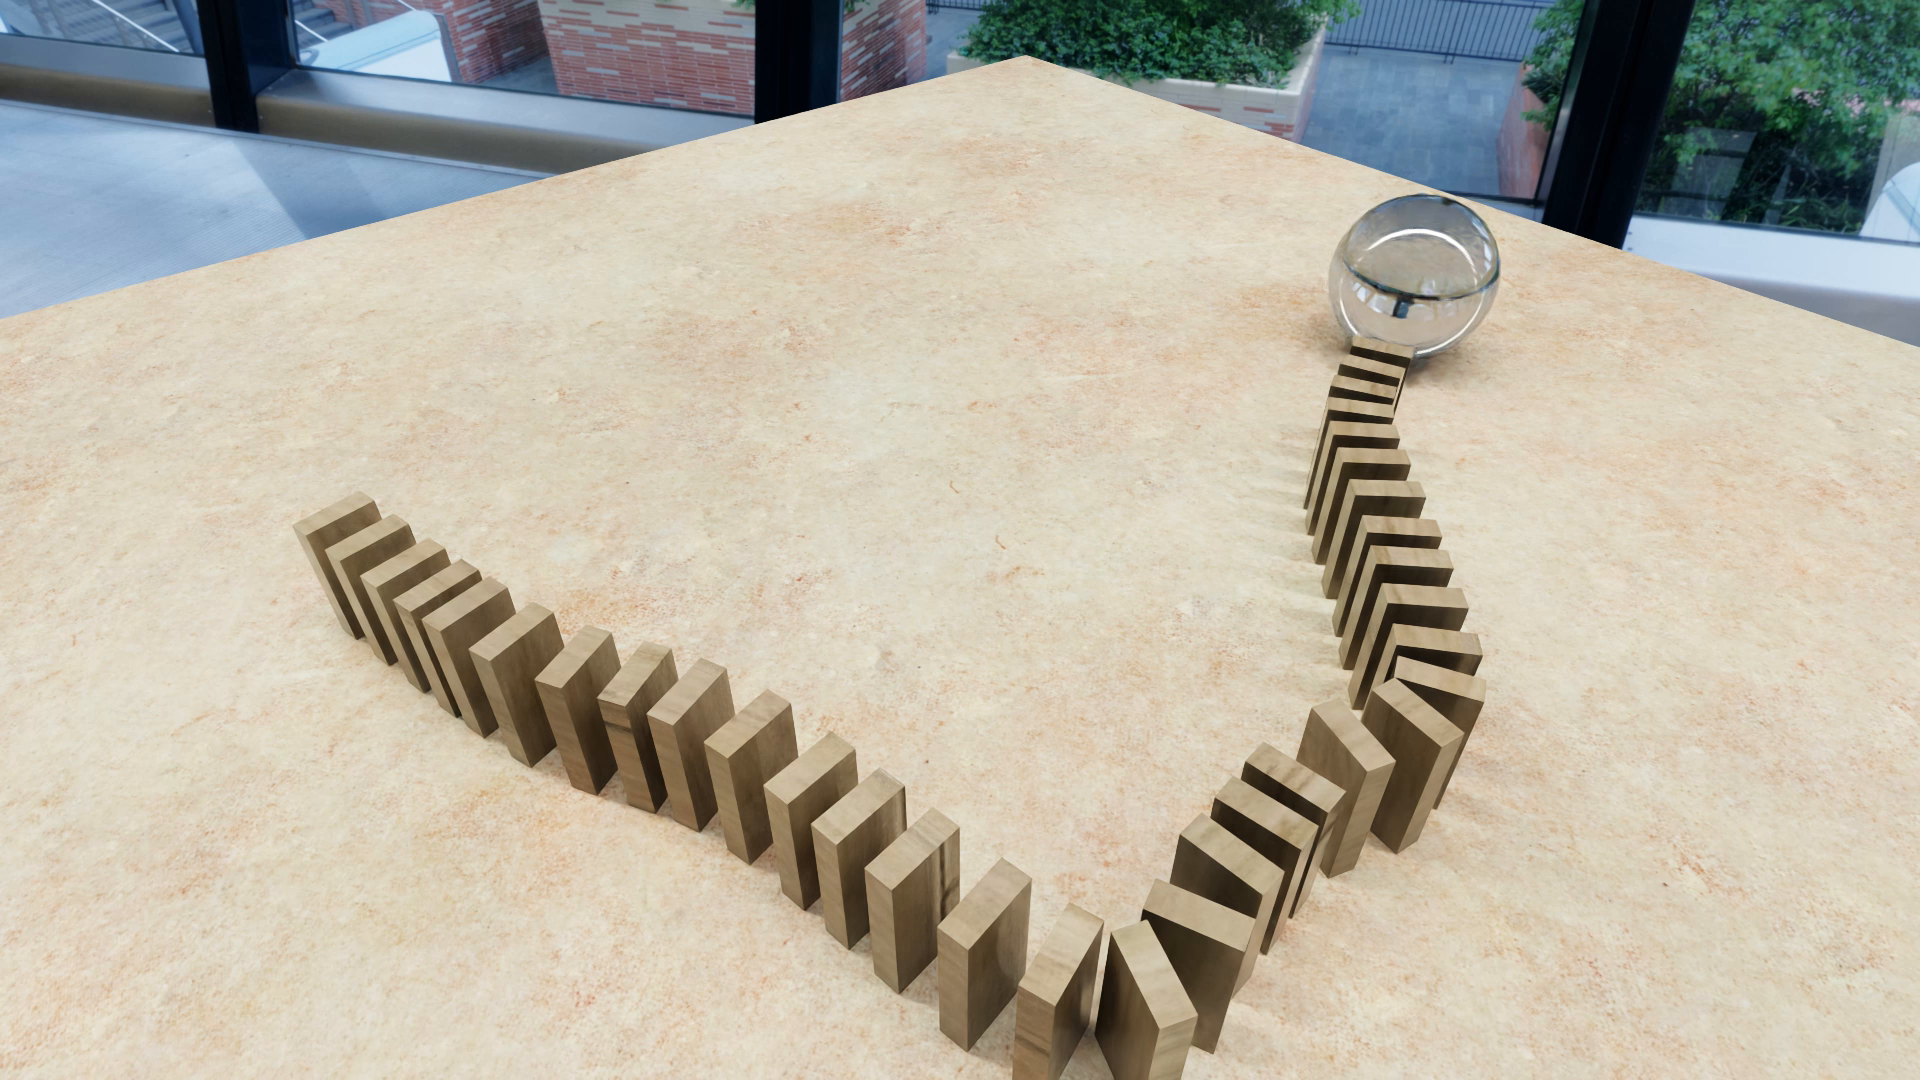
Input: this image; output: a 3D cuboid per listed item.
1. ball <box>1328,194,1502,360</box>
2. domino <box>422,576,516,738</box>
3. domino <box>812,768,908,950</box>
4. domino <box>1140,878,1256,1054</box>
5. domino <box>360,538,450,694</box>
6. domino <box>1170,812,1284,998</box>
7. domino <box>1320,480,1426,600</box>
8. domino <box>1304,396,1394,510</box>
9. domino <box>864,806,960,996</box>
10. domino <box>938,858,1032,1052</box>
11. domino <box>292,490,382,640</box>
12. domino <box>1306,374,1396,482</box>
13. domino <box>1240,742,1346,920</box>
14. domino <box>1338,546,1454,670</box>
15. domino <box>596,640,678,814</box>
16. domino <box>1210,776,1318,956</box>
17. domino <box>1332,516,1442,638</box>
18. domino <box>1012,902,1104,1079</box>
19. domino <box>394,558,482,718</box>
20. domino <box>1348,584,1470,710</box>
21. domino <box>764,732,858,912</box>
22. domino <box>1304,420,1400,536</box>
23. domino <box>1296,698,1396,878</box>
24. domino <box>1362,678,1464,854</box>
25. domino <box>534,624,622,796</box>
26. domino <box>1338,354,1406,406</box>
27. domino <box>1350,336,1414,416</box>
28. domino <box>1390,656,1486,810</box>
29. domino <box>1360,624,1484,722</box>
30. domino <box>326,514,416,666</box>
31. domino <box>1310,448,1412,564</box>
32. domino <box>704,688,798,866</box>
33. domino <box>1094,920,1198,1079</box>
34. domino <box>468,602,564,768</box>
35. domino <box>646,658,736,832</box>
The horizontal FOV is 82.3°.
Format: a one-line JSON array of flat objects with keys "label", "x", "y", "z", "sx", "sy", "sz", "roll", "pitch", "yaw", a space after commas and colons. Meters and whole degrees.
[{"label": "ball", "x": 0.225, "y": -0.130, "z": 0.547, "sx": 0.080, "sy": 0.080, "sz": 0.080, "roll": 0, "pitch": 39, "yaw": 0}, {"label": "domino", "x": -0.157, "y": 0.039, "z": 0.364, "sx": 0.009, "sy": 0.050, "sz": 0.025, "roll": 24, "pitch": 45, "yaw": 26}, {"label": "domino", "x": -0.026, "y": 0.088, "z": 0.303, "sx": 0.009, "sy": 0.050, "sz": 0.025, "roll": 30, "pitch": 48, "yaw": 31}, {"label": "domino", "x": 0.057, "y": 0.109, "z": 0.279, "sx": 0.025, "sy": 0.050, "sz": 0.010, "roll": 18, "pitch": 43, "yaw": 21}, {"label": "domino", "x": -0.184, "y": 0.027, "z": 0.379, "sx": 0.009, "sy": 0.050, "sz": 0.025, "roll": 25, "pitch": 46, "yaw": 28}, {"label": "domino", "x": 0.068, "y": 0.098, "z": 0.292, "sx": 0.009, "sy": 0.050, "sz": 0.025, "roll": -32, "pitch": 49, "yaw": -33}, {"label": "domino", "x": 0.154, "y": 0.001, "z": 0.411, "sx": 0.025, "sy": 0.050, "sz": 0.009, "roll": 2, "pitch": 39, "yaw": 2}, {"label": "domino", "x": 0.159, "y": -0.033, "z": 0.452, "sx": 0.025, "sy": 0.050, "sz": 0.009, "roll": 10, "pitch": 40, "yaw": 11}, {"label": "domino", "x": -0.012, "y": 0.097, "z": 0.293, "sx": 0.010, "sy": 0.050, "sz": 0.025, "roll": 29, "pitch": 48, "yaw": 31}, {"label": "domino", "x": 0.006, "y": 0.107, "z": 0.281, "sx": 0.010, "sy": 0.050, "sz": 0.025, "roll": 28, "pitch": 47, "yaw": 29}, {"label": "domino", "x": -0.219, "y": 0.010, "z": 0.400, "sx": 0.010, "sy": 0.050, "sz": 0.025, "roll": 26, "pitch": 46, "yaw": 28}, {"label": "domino", "x": 0.165, "y": -0.043, "z": 0.464, "sx": 0.025, "sy": 0.050, "sz": 0.009, "roll": 16, "pitch": 42, "yaw": 18}, {"label": "domino", "x": 0.090, "y": 0.083, "z": 0.311, "sx": 0.025, "sy": 0.050, "sz": 0.009, "roll": 31, "pitch": 48, "yaw": 32}, {"label": "domino", "x": 0.150, "y": 0.025, "z": 0.381, "sx": 0.025, "sy": 0.050, "sz": 0.009, "roll": 4, "pitch": 39, "yaw": 4}, {"label": "domino", "x": -0.096, "y": 0.058, "z": 0.340, "sx": 0.009, "sy": 0.050, "sz": 0.025, "roll": 13, "pitch": 41, "yaw": 15}, {"label": "domino", "x": 0.080, "y": 0.090, "z": 0.302, "sx": 0.025, "sy": 0.050, "sz": 0.010, "roll": 29, "pitch": 47, "yaw": 30}, {"label": "domino", "x": 0.152, "y": 0.014, "z": 0.394, "sx": 0.025, "sy": 0.050, "sz": 0.009, "roll": 4, "pitch": 39, "yaw": 5}, {"label": "domino", "x": 0.024, "y": 0.115, "z": 0.271, "sx": 0.009, "sy": 0.050, "sz": 0.025, "roll": 21, "pitch": 44, "yaw": 24}, {"label": "domino", "x": -0.169, "y": 0.034, "z": 0.370, "sx": 0.010, "sy": 0.050, "sz": 0.025, "roll": 25, "pitch": 45, "yaw": 27}, {"label": "domino", "x": 0.148, "y": 0.037, "z": 0.366, "sx": 0.025, "sy": 0.050, "sz": 0.009, "roll": 4, "pitch": 39, "yaw": 5}, {"label": "domino", "x": -0.041, "y": 0.081, "z": 0.313, "sx": 0.009, "sy": 0.050, "sz": 0.025, "roll": 29, "pitch": 47, "yaw": 31}, {"label": "domino", "x": 0.156, "y": -0.023, "z": 0.440, "sx": 0.025, "sy": 0.050, "sz": 0.009, "roll": 4, "pitch": 40, "yaw": 5}, {"label": "domino", "x": 0.109, "y": 0.073, "z": 0.322, "sx": 0.010, "sy": 0.050, "sz": 0.025, "roll": -14, "pitch": 41, "yaw": -17}, {"label": "domino", "x": 0.130, "y": 0.068, "z": 0.328, "sx": 0.009, "sy": 0.050, "sz": 0.025, "roll": -21, "pitch": 44, "yaw": -24}, {"label": "domino", "x": -0.116, "y": 0.054, "z": 0.346, "sx": 0.009, "sy": 0.050, "sz": 0.025, "roll": 14, "pitch": 41, "yaw": 16}, {"label": "domino", "x": 0.173, "y": -0.054, "z": 0.477, "sx": 0.025, "sy": 0.050, "sz": 0.010, "roll": 20, "pitch": 43, "yaw": 22}, {"label": "domino", "x": 0.182, "y": -0.064, "z": 0.490, "sx": 0.025, "sy": 0.050, "sz": 0.009, "roll": 17, "pitch": 42, "yaw": 20}, {"label": "domino", "x": 0.141, "y": 0.060, "z": 0.338, "sx": 0.025, "sy": 0.050, "sz": 0.010, "roll": 15, "pitch": 42, "yaw": 18}, {"label": "domino", "x": 0.146, "y": 0.050, "z": 0.351, "sx": 0.025, "sy": 0.050, "sz": 0.009, "roll": 7, "pitch": 40, "yaw": 8}, {"label": "domino", "x": -0.201, "y": 0.018, "z": 0.389, "sx": 0.010, "sy": 0.050, "sz": 0.025, "roll": 26, "pitch": 46, "yaw": 28}, {"label": "domino", "x": 0.155, "y": -0.012, "z": 0.426, "sx": 0.025, "sy": 0.050, "sz": 0.010, "roll": 2, "pitch": 39, "yaw": 3}, {"label": "domino", "x": -0.060, "y": 0.071, "z": 0.325, "sx": 0.010, "sy": 0.050, "sz": 0.025, "roll": 25, "pitch": 46, "yaw": 28}, {"label": "domino", "x": 0.044, "y": 0.118, "z": 0.267, "sx": 0.010, "sy": 0.050, "sz": 0.025, "roll": -12, "pitch": 41, "yaw": -15}, {"label": "domino", "x": -0.138, "y": 0.047, "z": 0.354, "sx": 0.010, "sy": 0.050, "sz": 0.025, "roll": 21, "pitch": 44, "yaw": 24}, {"label": "domino", "x": -0.079, "y": 0.063, "z": 0.335, "sx": 0.010, "sy": 0.050, "sz": 0.025, "roll": 18, "pitch": 43, "yaw": 21}]
